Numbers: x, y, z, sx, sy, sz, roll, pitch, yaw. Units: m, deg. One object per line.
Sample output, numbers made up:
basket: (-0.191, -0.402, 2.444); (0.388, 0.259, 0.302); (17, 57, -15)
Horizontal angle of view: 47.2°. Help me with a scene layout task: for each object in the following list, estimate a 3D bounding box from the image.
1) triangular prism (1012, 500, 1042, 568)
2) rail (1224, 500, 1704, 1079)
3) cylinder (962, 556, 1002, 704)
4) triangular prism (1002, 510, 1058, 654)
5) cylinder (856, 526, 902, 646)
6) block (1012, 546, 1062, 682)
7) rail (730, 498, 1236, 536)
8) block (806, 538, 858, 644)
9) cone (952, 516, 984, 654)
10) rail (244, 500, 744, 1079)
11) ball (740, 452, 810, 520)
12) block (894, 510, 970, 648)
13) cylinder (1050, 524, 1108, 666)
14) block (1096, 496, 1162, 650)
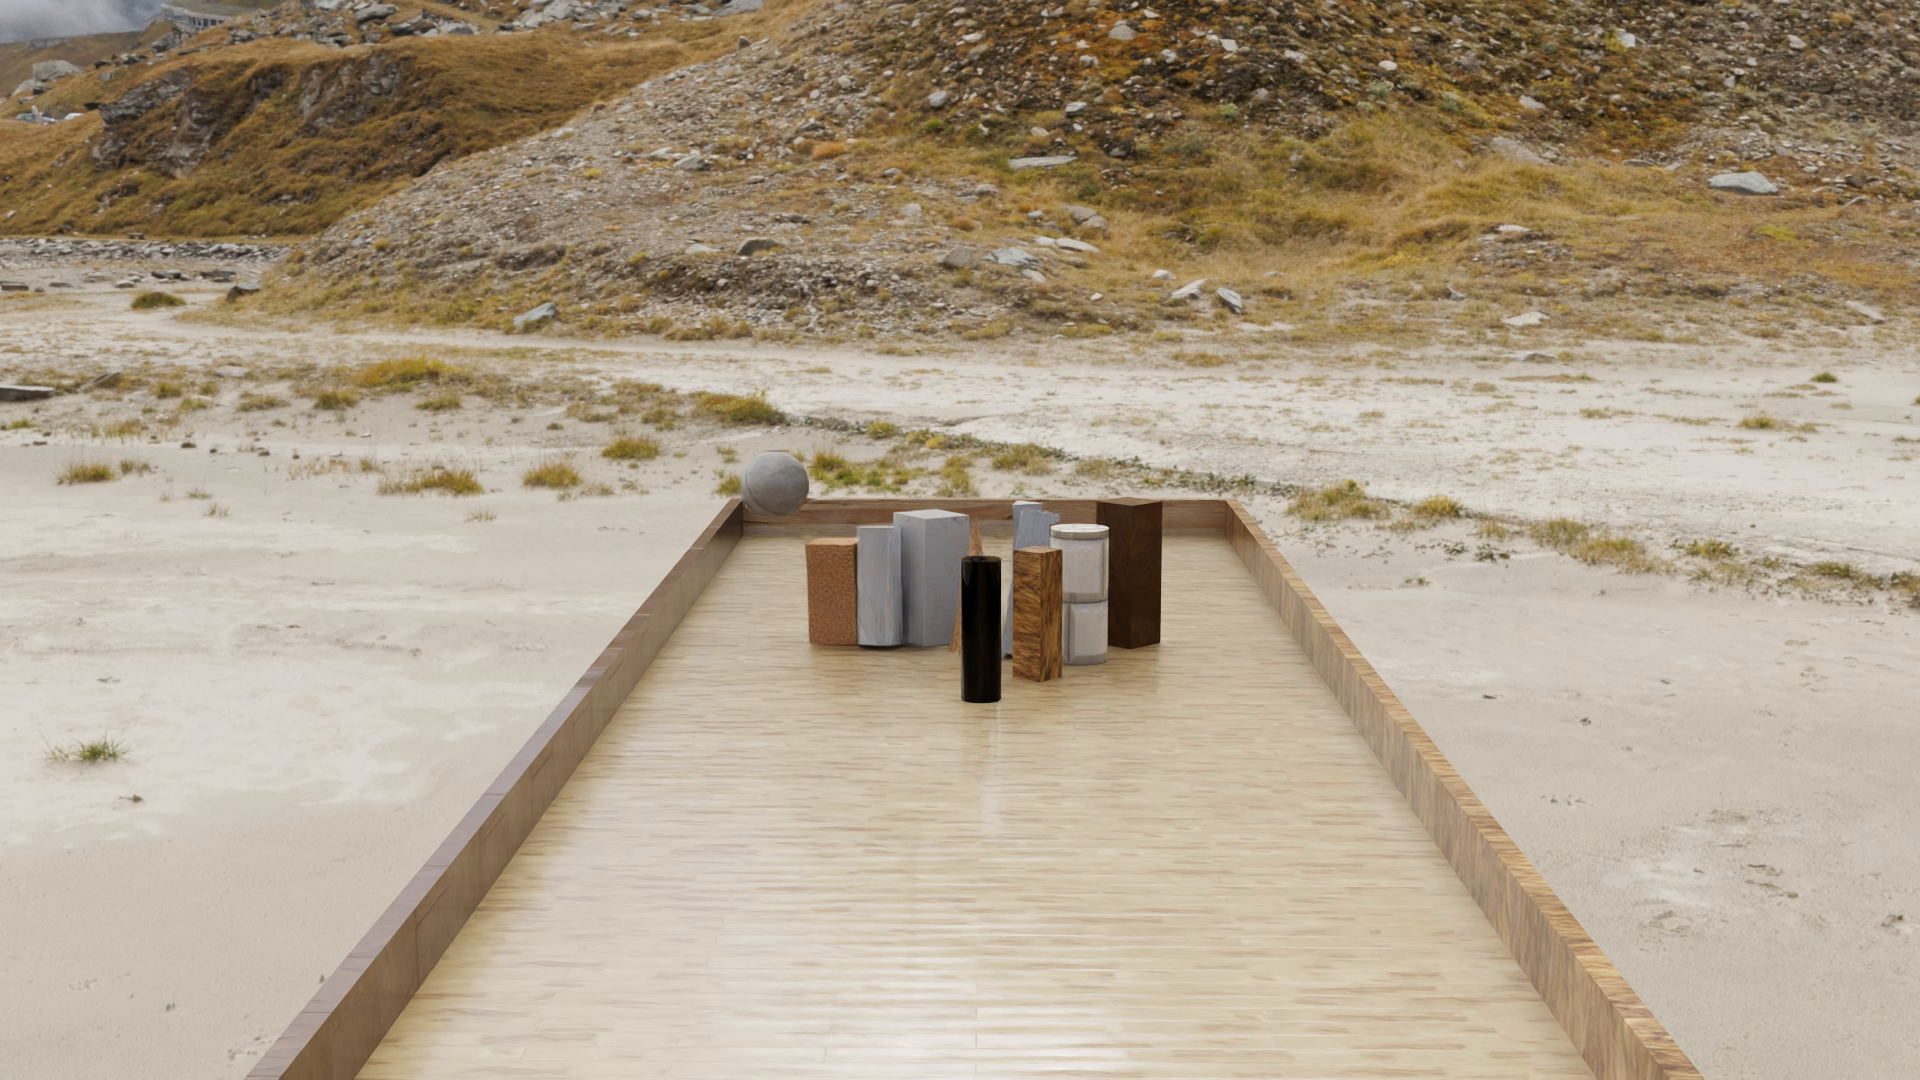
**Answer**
triangular prism: (0.198, 0.101, 6.953); (0.097, 0.445, 0.084); (-3, 10, -19)
rail: (1.046, 0.843, 3.208); (0.050, 0.150, 12.000); (0, 9, 1)
cylinder: (0.059, 0.250, 6.159); (0.114, 0.399, 0.114); (0, 9, 0)
triangular prism: (0.197, 0.130, 6.767); (0.121, 0.441, 0.105); (8, 1, -17)
cylinder: (-0.252, 0.142, 6.895); (0.141, 0.368, 0.141); (0, 2, 0)
block: (0.227, 0.215, 6.437); (0.103, 0.380, 0.103); (8, 12, 40)
rail: (0.099, -0.098, 9.147); (2.100, 0.150, 0.050); (0, 9, 1)
block: (-0.387, 0.160, 6.970); (0.155, 0.317, 0.155); (0, 9, 12)
cone: (0.050, 0.130, 6.812); (0.157, 0.431, 0.157); (0, 9, 0)
rail: (-1.004, 0.839, 3.234); (0.050, 0.150, 12.000); (0, 9, 1)
ball: (-0.588, -0.174, 6.988); (0.217, 0.217, 0.217); (0, 9, 0)
block: (-0.094, 0.118, 6.958); (0.170, 0.405, 0.170); (-5, 10, -37)
cylinder: (0.362, 0.164, 6.674); (0.176, 0.407, 0.176); (0, 9, 0)
block: (0.531, 0.102, 6.923); (0.146, 0.452, 0.146); (9, 13, 44)
